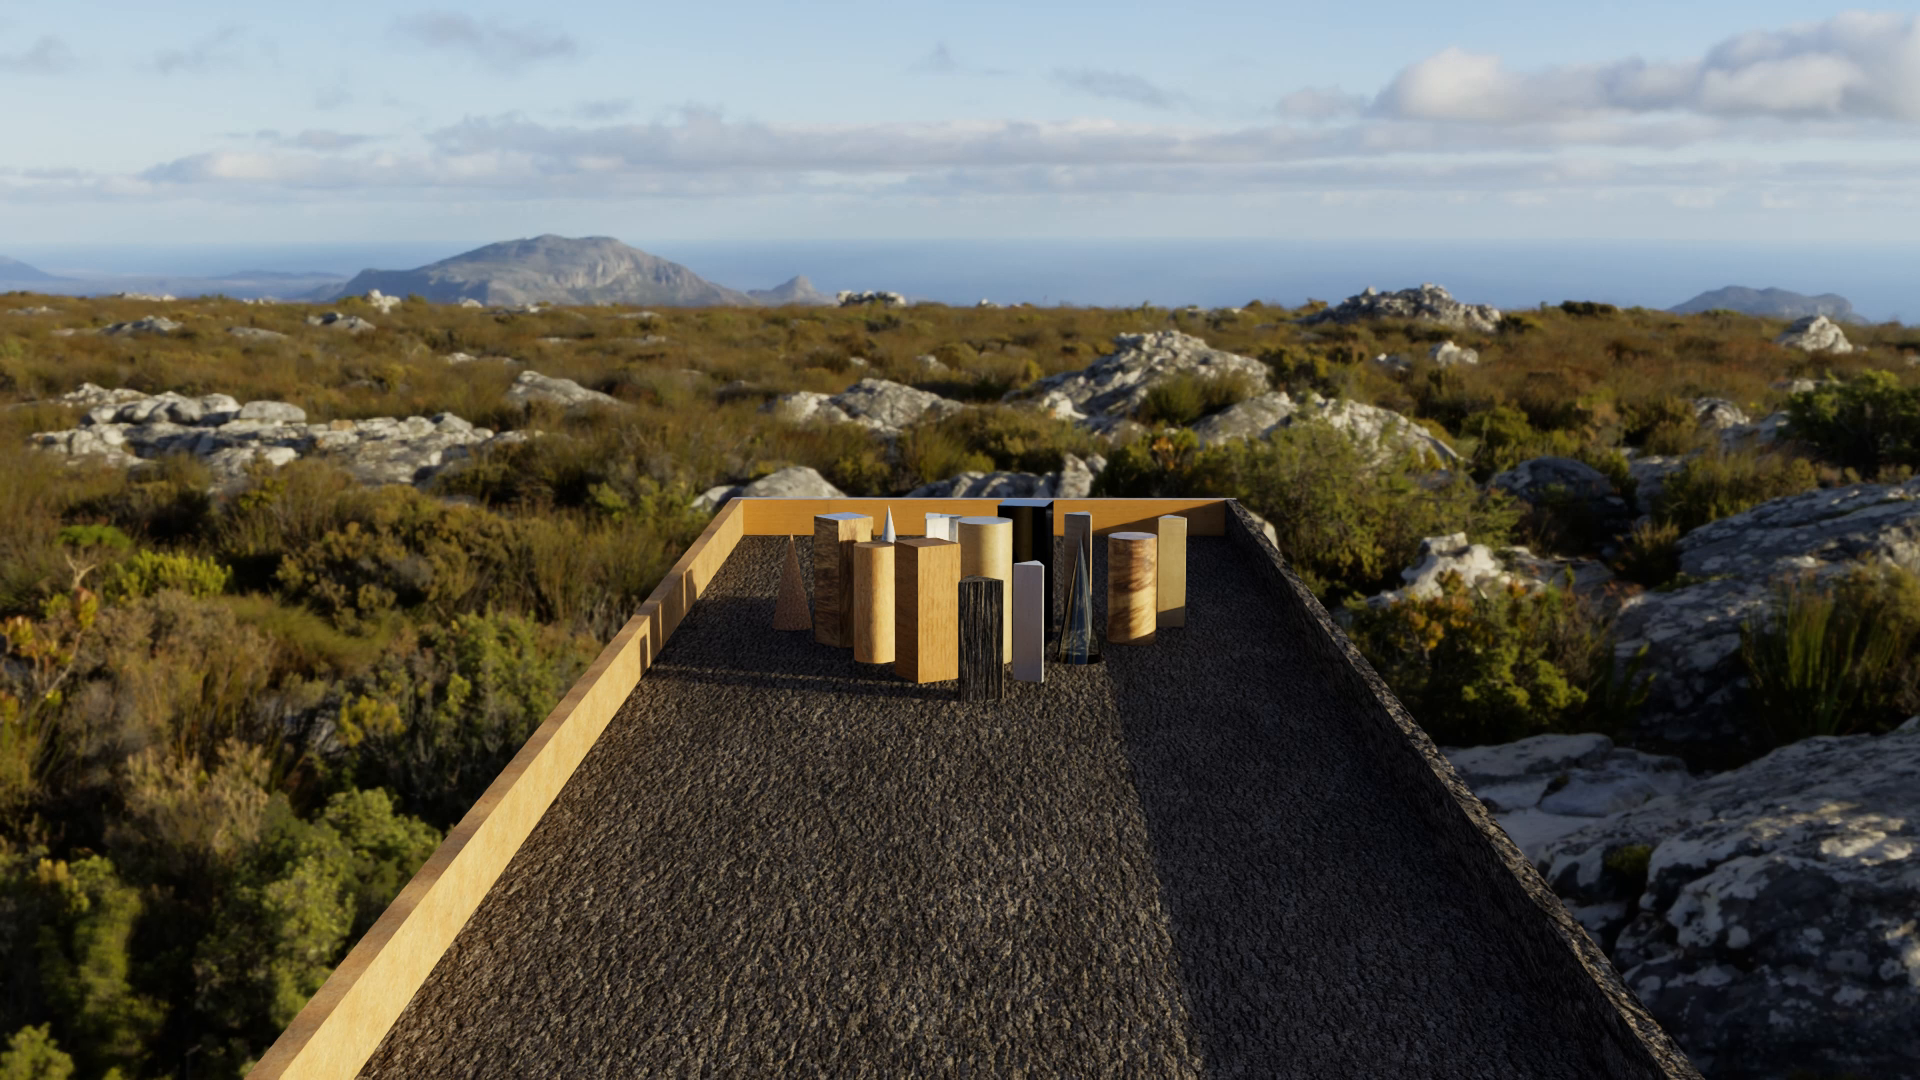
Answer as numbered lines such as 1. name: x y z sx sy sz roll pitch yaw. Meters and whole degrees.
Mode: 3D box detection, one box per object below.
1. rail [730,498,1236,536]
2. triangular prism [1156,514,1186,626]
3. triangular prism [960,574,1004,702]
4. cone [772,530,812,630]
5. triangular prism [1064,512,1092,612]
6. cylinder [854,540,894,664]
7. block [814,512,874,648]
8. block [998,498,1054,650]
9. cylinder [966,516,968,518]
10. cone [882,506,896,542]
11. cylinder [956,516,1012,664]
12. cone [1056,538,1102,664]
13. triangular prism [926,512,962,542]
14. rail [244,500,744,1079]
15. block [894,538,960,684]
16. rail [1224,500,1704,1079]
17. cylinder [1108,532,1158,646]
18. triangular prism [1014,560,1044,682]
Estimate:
1. rail: 0.099 -0.098 9.147 2.100 0.150 0.050 0 9 1
2. triangular prism: 0.688 0.100 7.228 0.093 0.360 0.080 -1 9 -4
3. triangular prism: 0.043 0.274 6.202 0.131 0.338 0.114 -3 9 -17
4. cone: -0.550 0.125 7.191 0.133 0.322 0.133 0 9 0
5. triangular prism: 0.400 0.095 7.214 0.094 0.373 0.082 4 10 23
6. cylinder: -0.258 0.188 6.695 0.132 0.353 0.132 0 9 0
7. block: -0.366 0.125 6.933 0.133 0.404 0.133 -7 11 -38
8. block: 0.205 0.106 6.899 0.151 0.451 0.151 2 9 12
9. cylinder: 0.066 0.110 7.183 0.176 0.353 0.176 0 9 0
10. cone: -0.232 0.083 7.195 0.172 0.403 0.172 0 9 0
11. cylinder: 0.075 0.153 6.674 0.168 0.430 0.168 0 9 0
12. cone: 0.363 0.173 6.675 0.143 0.389 0.143 0 9 0
13. triangular prism: -0.077 0.122 6.940 0.130 0.406 0.113 -5 10 -29
14. rail: -1.004 0.839 3.234 0.050 0.150 12.000 0 9 1
15. block: -0.096 0.204 6.446 0.141 0.400 0.141 -5 10 -30
16. rail: 1.046 0.843 3.208 0.050 0.150 12.000 0 9 1
17. cylinder: 0.545 0.154 6.957 0.154 0.339 0.154 0 9 0
18. triangular prism: 0.211 0.235 6.427 0.091 0.343 0.079 3 10 19
